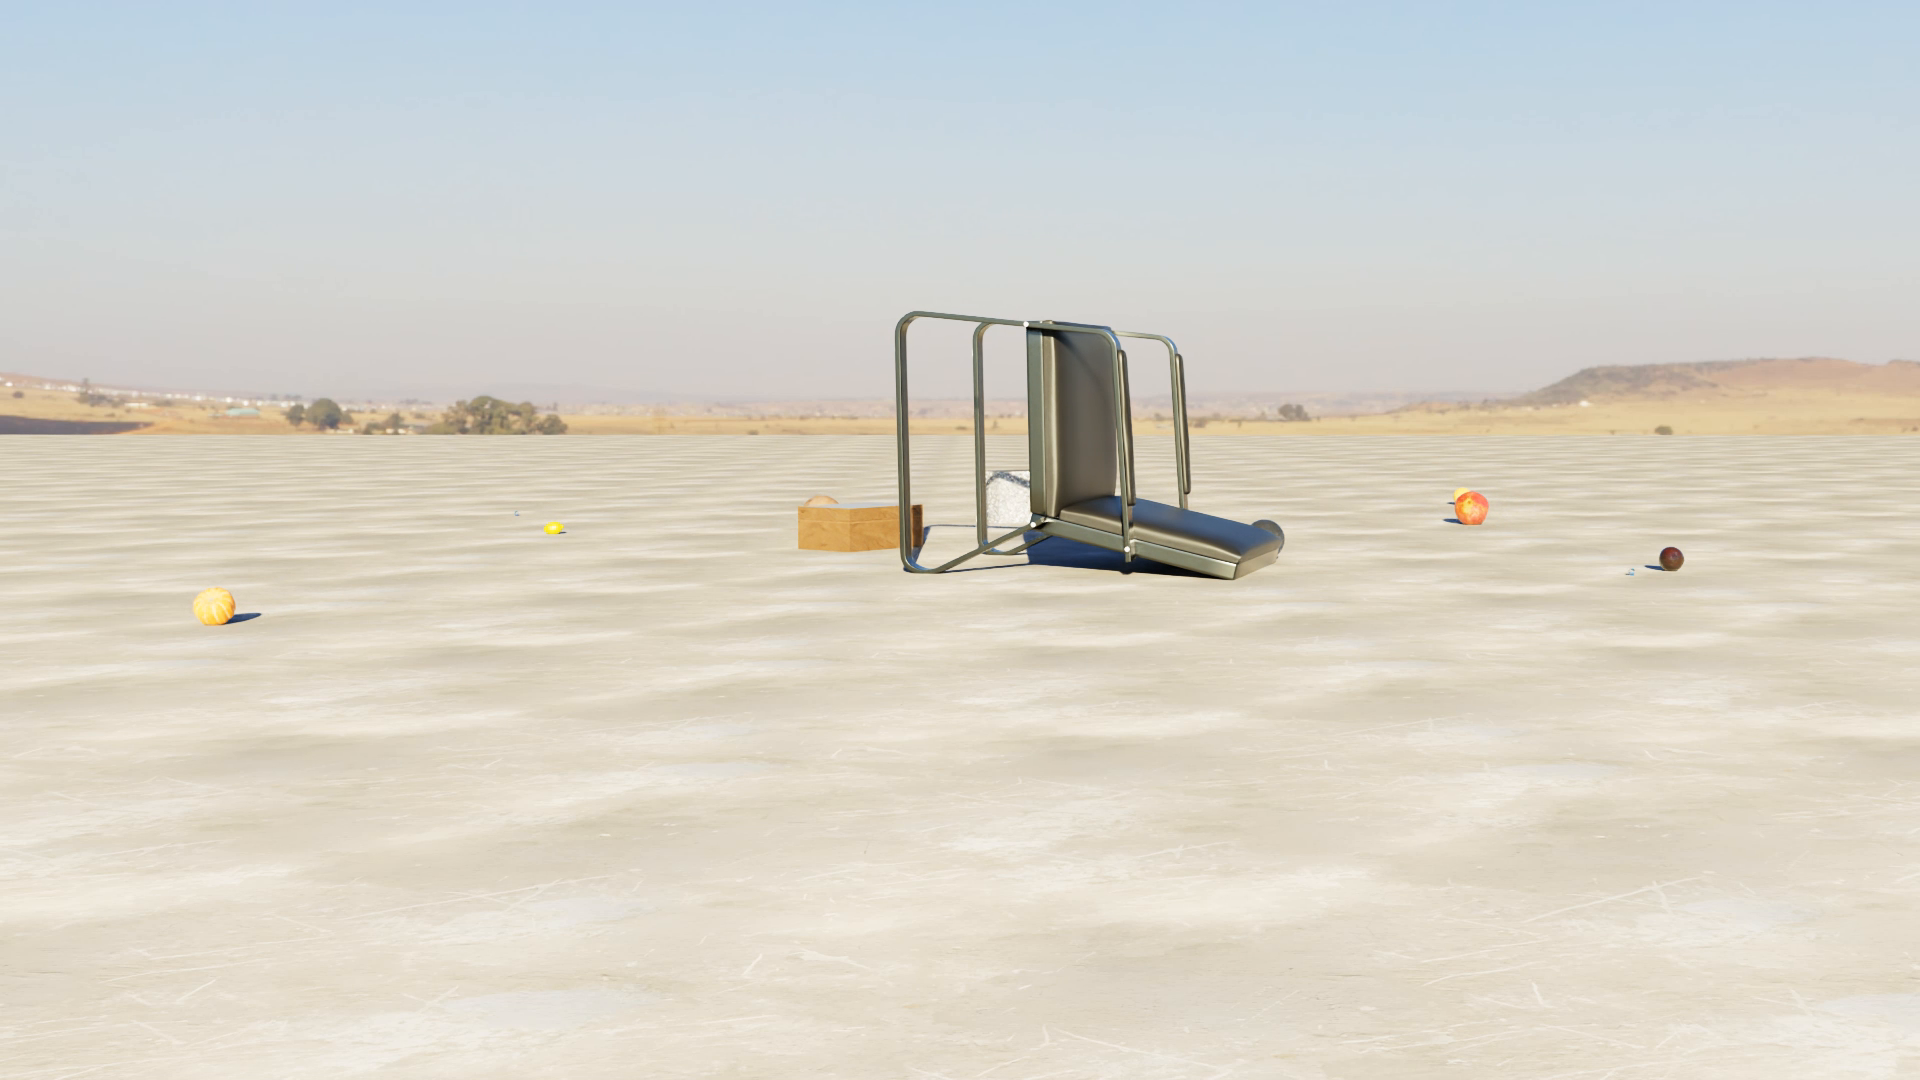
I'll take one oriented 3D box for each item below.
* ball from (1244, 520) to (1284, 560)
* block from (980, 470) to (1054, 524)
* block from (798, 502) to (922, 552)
[{"bbox_3d":[0.800,-0.001,5.779,0.107,0.107,0.107,0,4,0],"label":"ball"},{"bbox_3d":[0.191,-0.149,7.463,0.210,0.172,0.137,-2,4,-29],"label":"block"},{"bbox_3d":[-0.280,-0.038,6.228,0.198,0.120,0.306,3,5,40],"label":"block"}]
